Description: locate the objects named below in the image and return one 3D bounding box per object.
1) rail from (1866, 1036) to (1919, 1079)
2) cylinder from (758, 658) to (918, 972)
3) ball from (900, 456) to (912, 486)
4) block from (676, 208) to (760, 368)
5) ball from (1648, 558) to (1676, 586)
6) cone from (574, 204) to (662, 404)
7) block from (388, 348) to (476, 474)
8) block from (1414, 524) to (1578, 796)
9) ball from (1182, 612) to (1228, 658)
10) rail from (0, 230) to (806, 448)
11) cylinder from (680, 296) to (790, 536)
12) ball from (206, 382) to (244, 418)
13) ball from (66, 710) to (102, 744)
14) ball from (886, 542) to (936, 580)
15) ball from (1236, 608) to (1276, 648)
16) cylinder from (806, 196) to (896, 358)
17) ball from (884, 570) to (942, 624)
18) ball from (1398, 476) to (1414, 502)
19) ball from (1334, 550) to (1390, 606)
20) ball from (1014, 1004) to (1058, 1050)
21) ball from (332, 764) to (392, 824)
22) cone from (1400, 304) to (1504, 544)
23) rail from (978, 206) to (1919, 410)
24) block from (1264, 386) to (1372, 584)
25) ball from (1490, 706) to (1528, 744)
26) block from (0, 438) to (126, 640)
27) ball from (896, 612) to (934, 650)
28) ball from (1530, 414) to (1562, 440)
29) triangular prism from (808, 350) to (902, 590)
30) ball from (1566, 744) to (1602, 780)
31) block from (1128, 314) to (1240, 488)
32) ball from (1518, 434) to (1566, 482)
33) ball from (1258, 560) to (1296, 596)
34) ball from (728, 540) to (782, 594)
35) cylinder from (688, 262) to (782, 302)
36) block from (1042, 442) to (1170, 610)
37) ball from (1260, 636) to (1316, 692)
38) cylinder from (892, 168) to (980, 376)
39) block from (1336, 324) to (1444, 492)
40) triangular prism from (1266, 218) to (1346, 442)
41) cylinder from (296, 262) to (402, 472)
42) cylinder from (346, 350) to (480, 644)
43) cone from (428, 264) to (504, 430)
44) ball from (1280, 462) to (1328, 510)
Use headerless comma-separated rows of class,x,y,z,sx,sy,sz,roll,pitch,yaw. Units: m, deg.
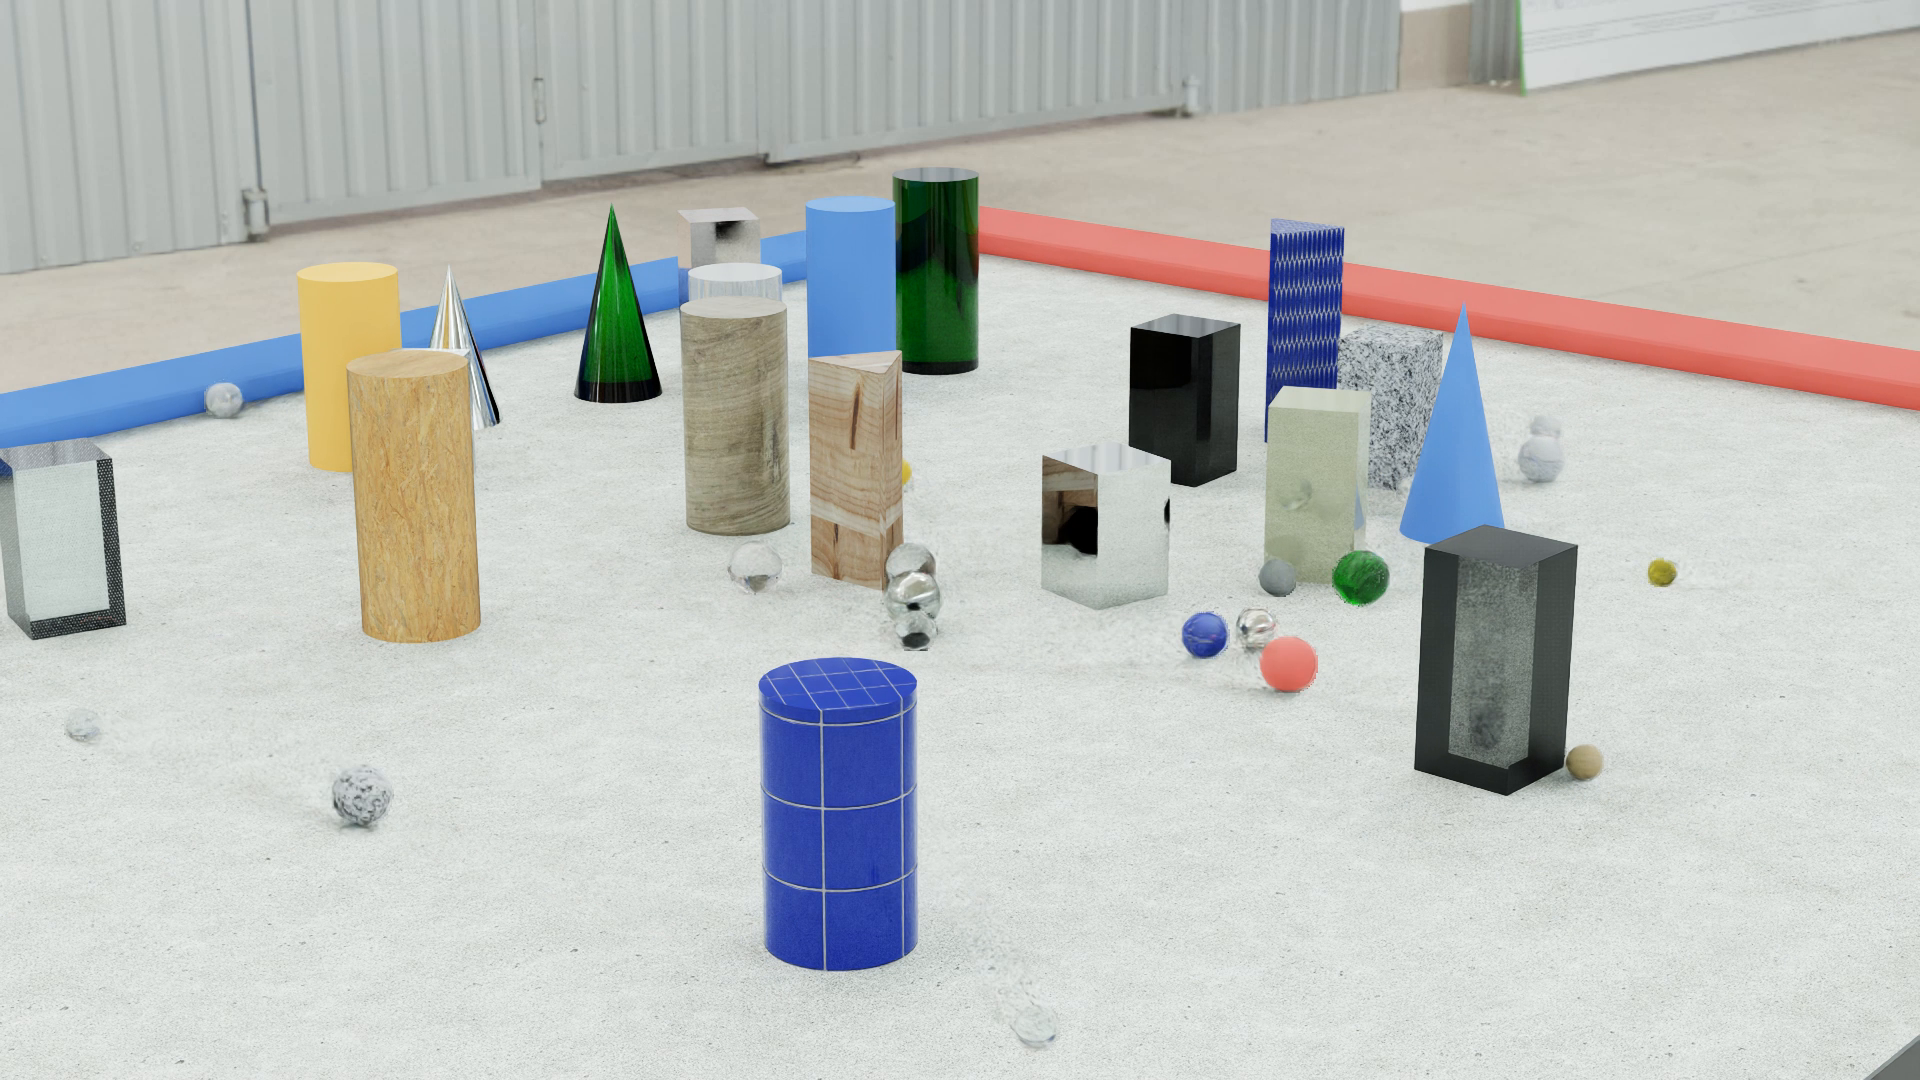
rail,1.562,0.423,3.821,0.045,0.129,4.717,14,22,39
cylinder,-0.152,0.345,3.708,0.198,0.347,0.198,0,17,0
ball,-0.126,-0.135,5.797,0.061,0.061,0.061,0,17,0
block,-0.546,-0.558,6.672,0.159,0.367,0.159,-5,17,-15
ball,1.241,0.056,5.182,0.050,0.050,0.050,0,17,0
cone,-0.763,-0.535,6.484,0.198,0.431,0.198,0,17,0
block,-1.060,-0.237,5.804,0.159,0.253,0.159,1,17,4
block,0.782,0.173,4.285,0.159,0.343,0.159,15,22,40
ball,0.400,0.156,4.806,0.076,0.076,0.076,0,17,0
rail,-1.562,-0.359,6.418,0.045,0.129,4.717,14,22,39
cylinder,-0.421,-0.234,5.511,0.198,0.415,0.198,0,17,0
ball,-1.586,-0.302,6.319,0.078,0.078,0.078,0,17,0
ball,-1.324,0.281,4.431,0.051,0.051,0.051,0,17,0
ball,-0.086,0.048,5.140,0.088,0.088,0.088,0,17,0
ball,0.489,0.146,4.852,0.068,0.068,0.068,0,17,0
cylinder,-0.242,-0.543,6.536,0.198,0.416,0.198,0,17,0
ball,-0.080,0.101,4.948,0.099,0.099,0.099,0,17,0
ball,0.873,-0.097,5.688,0.051,0.051,0.051,0,17,0
ball,0.695,0.065,5.071,0.096,0.096,0.096,0,17,0
ball,0.090,0.574,3.457,0.052,0.052,0.052,0,17,0
ball,-0.842,0.358,4.123,0.083,0.083,0.083,0,17,0
cone,0.925,-0.229,5.444,0.198,0.443,0.198,0,17,0
rail,1.531,-0.476,6.808,4.184,0.129,0.045,14,22,39
block,0.638,-0.098,5.232,0.159,0.316,0.159,5,17,15
ball,0.829,0.279,4.430,0.056,0.056,0.056,0,17,0
block,-1.523,-0.004,4.959,0.159,0.293,0.159,-10,19,-30
ball,-0.074,0.150,4.844,0.065,0.065,0.065,0,17,0
ball,1.219,-0.229,6.099,0.066,0.066,0.066,0,17,0
triangular prism,-0.153,-0.132,5.209,0.172,0.393,0.149,13,21,38
ball,0.912,0.325,4.287,0.051,0.051,0.051,0,17,0
block,0.448,-0.281,5.859,0.159,0.304,0.159,12,21,35
ball,1.157,-0.162,5.827,0.095,0.095,0.095,0,17,0
ball,0.554,0.065,5.128,0.063,0.063,0.063,0,17,0
ball,-0.358,0.048,5.133,0.094,0.094,0.094,0,17,0
cylinder,-0.477,-0.414,6.266,0.198,0.323,0.198,0,17,0
block,0.254,-0.026,5.120,0.159,0.243,0.159,-11,20,-33
ball,0.520,0.196,4.649,0.089,0.089,0.089,0,17,0
cylinder,-0.055,-0.618,6.733,0.198,0.446,0.198,0,17,0
block,0.850,-0.263,5.819,0.159,0.293,0.159,9,19,28
triangular prism,0.689,-0.445,6.164,0.172,0.442,0.149,-7,18,-23
cylinder,-1.231,-0.352,5.946,0.198,0.390,0.198,0,17,0
cylinder,-0.914,-0.074,4.912,0.198,0.454,0.198,0,17,0
cone,-1.083,-0.422,6.261,0.198,0.343,0.198,0,17,0
ball,0.661,-0.104,5.640,0.091,0.091,0.091,0,17,0
